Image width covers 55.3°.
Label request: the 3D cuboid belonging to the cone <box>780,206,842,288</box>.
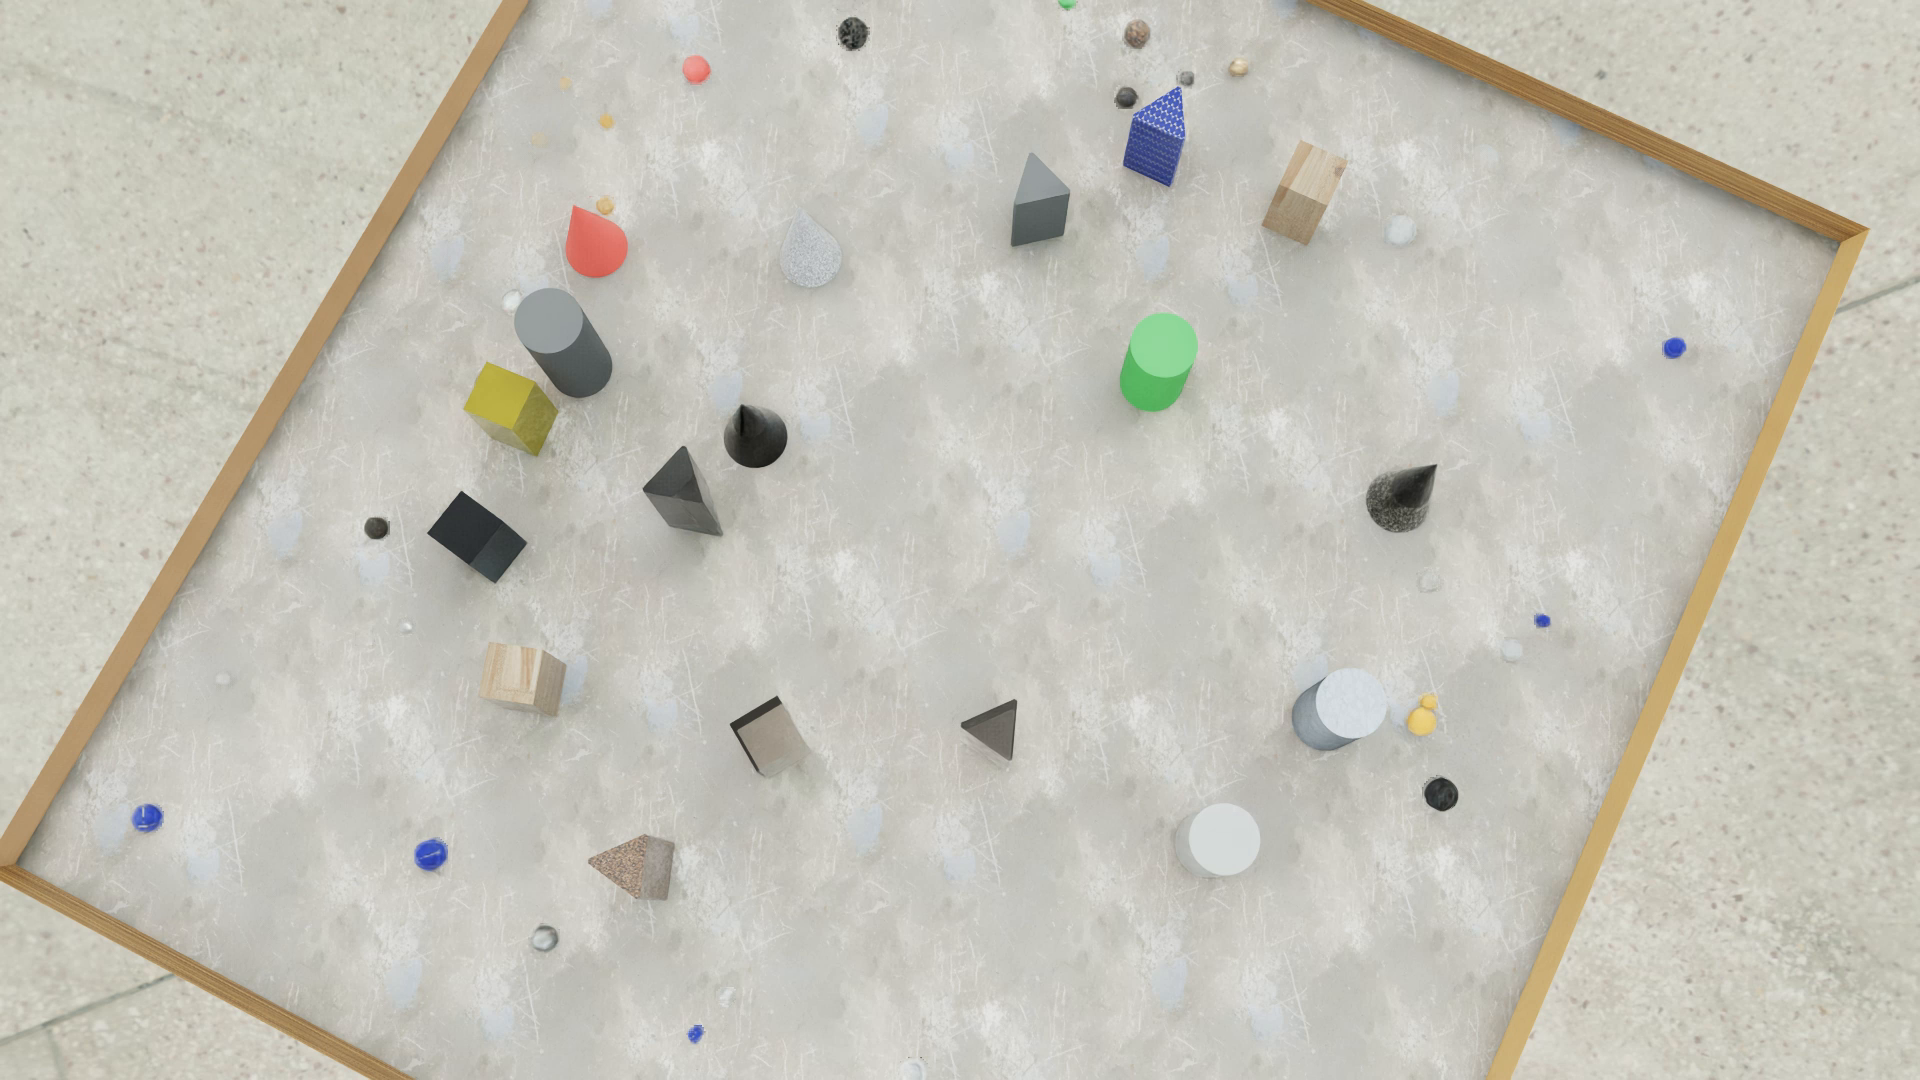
[{"bbox_3d":[-0.473,-0.938,5.590,0.198,0.433,0.198,0,78,0],"label":"cone"}]

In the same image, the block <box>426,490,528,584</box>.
[{"bbox_3d":[-1.435,-0.005,5.463,0.159,0.304,0.159,35,80,7],"label":"block"}]

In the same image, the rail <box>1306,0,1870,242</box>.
[{"bbox_3d":[0.947,-1.847,5.932,4.177,0.129,0.045,26,80,5],"label":"rail"}]

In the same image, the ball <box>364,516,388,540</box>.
[{"bbox_3d":[-1.780,-0.036,5.588,0.071,0.071,0.071,0,78,0],"label":"ball"}]

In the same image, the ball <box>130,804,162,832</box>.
[{"bbox_3d":[-2.399,0.820,5.404,0.084,0.084,0.084,0,78,0],"label":"ball"}]

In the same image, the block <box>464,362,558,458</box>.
[{"bbox_3d":[-1.351,-0.391,5.532,0.159,0.324,0.159,22,79,5],"label":"block"}]

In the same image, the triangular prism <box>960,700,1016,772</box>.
[{"bbox_3d":[0.114,0.545,5.304,0.172,0.392,0.149,35,80,7],"label":"triangular prism"}]

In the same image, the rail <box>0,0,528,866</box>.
[{"bbox_3d":[-1.847,-0.897,5.736,0.045,0.129,4.281,26,80,5],"label":"rail"}]

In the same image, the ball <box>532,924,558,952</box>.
[{"bbox_3d":[-1.209,1.160,5.337,0.078,0.078,0.078,0,78,0],"label":"ball"}]

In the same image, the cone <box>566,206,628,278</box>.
[{"bbox_3d":[-1.152,-0.962,5.633,0.198,0.358,0.198,0,78,0],"label":"cone"}]

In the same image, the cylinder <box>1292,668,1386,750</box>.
[{"bbox_3d":[1.095,0.495,5.316,0.198,0.389,0.198,0,78,0],"label":"cylinder"}]

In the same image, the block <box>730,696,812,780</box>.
[{"bbox_3d":[-0.549,0.579,5.354,0.159,0.279,0.159,-30,80,-6],"label":"block"}]

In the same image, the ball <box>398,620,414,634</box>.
[{"bbox_3d":[-1.675,0.263,5.538,0.047,0.047,0.047,0,78,0],"label":"ball"}]

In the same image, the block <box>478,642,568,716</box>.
[{"bbox_3d":[-1.278,0.411,5.369,0.159,0.319,0.159,8,78,2],"label":"block"}]

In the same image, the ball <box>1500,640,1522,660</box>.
[{"bbox_3d":[1.660,0.331,5.515,0.064,0.064,0.064,0,78,0],"label":"ball"}]

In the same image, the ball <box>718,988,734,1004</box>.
[{"bbox_3d":[-0.677,1.326,5.319,0.046,0.046,0.046,0,78,0],"label":"ball"}]

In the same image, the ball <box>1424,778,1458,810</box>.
[{"bbox_3d":[1.422,0.751,5.412,0.096,0.096,0.096,0,78,0],"label":"ball"}]

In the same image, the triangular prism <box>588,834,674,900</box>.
[{"bbox_3d":[-0.892,0.905,5.184,0.172,0.480,0.149,35,80,7],"label":"triangular prism"}]

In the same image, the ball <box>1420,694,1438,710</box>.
[{"bbox_3d":[1.405,0.488,5.492,0.047,0.047,0.047,0,78,0],"label":"ball"}]

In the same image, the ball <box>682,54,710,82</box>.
[{"bbox_3d":[-0.847,-1.513,5.885,0.087,0.087,0.087,0,78,0],"label":"ball"}]

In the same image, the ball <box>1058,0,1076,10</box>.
[{"bbox_3d":[0.350,-1.754,5.949,0.060,0.060,0.060,0,78,0],"label":"ball"}]

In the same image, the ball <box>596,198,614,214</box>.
[{"bbox_3d":[-1.117,-1.051,5.767,0.054,0.054,0.054,0,78,0],"label":"ball"}]

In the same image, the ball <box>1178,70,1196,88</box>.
[{"bbox_3d":[0.730,-1.482,5.897,0.053,0.053,0.053,0,78,0],"label":"ball"}]

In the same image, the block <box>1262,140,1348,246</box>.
[{"bbox_3d":[1.063,-1.070,5.667,0.159,0.335,0.159,25,79,5],"label":"block"}]

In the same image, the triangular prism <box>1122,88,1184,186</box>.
[{"bbox_3d":[0.630,-1.267,5.696,0.172,0.358,0.149,26,80,5],"label":"triangular prism"}]

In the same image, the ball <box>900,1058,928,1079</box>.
[{"bbox_3d":[-0.132,1.529,5.261,0.078,0.078,0.078,0,78,0],"label":"ball"}]

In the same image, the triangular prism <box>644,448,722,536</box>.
[{"bbox_3d":[-0.797,-0.148,5.408,0.172,0.468,0.149,11,79,2],"label":"triangular prism"}]

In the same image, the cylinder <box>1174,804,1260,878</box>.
[{"bbox_3d":[0.735,0.866,5.261,0.198,0.345,0.198,0,78,0],"label":"cylinder"}]

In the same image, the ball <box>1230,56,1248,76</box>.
[{"bbox_3d":[0.900,-1.528,5.903,0.059,0.059,0.059,0,78,0],"label":"ball"}]

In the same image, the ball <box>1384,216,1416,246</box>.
[{"bbox_3d":[1.385,-0.973,5.768,0.097,0.097,0.097,0,78,0],"label":"ball"}]

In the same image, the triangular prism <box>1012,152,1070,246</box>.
[{"bbox_3d":[0.230,-1.058,5.658,0.172,0.348,0.149,-13,79,-3],"label":"triangular prism"}]

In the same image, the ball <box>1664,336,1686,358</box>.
[{"bbox_3d":[2.227,-0.600,5.707,0.066,0.066,0.066,0,78,0],"label":"ball"}]

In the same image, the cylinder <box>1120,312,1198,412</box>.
[{"bbox_3d":[0.597,-0.533,5.540,0.198,0.366,0.198,0,78,0],"label":"cylinder"}]

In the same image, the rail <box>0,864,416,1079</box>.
[{"bbox_3d":[-0.947,1.861,5.165,4.177,0.129,0.045,26,80,5],"label":"rail"}]

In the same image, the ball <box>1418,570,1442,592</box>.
[{"bbox_3d":[1.424,0.125,5.556,0.069,0.069,0.069,0,78,0],"label":"ball"}]

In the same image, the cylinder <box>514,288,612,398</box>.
[{"bbox_3d":[-1.186,-0.586,5.504,0.198,0.457,0.198,0,78,0],"label":"cylinder"}]

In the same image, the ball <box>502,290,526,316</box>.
[{"bbox_3d":[-1.391,-0.740,5.727,0.083,0.083,0.083,0,78,0],"label":"ball"}]

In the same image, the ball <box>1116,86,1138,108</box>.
[{"bbox_3d":[0.535,-1.419,5.876,0.068,0.068,0.068,0,78,0],"label":"ball"}]

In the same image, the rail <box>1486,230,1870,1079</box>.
[{"bbox_3d":[1.847,0.911,5.361,0.045,0.129,4.281,26,80,5],"label":"rail"}]

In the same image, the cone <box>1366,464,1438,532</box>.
[{"bbox_3d":[1.349,-0.167,5.407,0.198,0.479,0.198,0,78,0],"label":"cone"}]

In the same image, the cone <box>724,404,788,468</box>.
[{"bbox_3d":[-0.634,-0.357,5.498,0.198,0.377,0.198,0,78,0],"label":"cone"}]

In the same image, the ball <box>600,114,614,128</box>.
[{"bbox_3d":[-1.133,-1.341,5.871,0.046,0.046,0.046,0,78,0],"label":"ball"}]

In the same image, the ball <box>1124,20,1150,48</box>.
[{"bbox_3d":[0.571,-1.635,5.911,0.087,0.087,0.087,0,78,0],"label":"ball"}]

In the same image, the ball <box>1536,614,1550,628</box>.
[{"bbox_3d":[1.766,0.245,5.545,0.041,0.041,0.041,0,78,0],"label":"ball"}]

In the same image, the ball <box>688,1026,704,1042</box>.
[{"bbox_3d":[-0.765,1.430,5.297,0.046,0.046,0.046,0,78,0],"label":"ball"}]

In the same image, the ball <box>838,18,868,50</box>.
[{"bbox_3d":[-0.343,-1.632,5.904,0.099,0.099,0.099,0,78,0],"label":"ball"}]

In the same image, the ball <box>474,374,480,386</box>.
[{"bbox_3d":[-1.463,-0.485,5.676,0.080,0.080,0.080,0,78,0],"label":"ball"}]

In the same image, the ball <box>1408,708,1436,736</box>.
[{"bbox_3d":[1.376,0.543,5.461,0.084,0.084,0.084,0,78,0],"label":"ball"}]

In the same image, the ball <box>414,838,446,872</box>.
[{"bbox_3d":[-1.555,0.925,5.377,0.094,0.094,0.094,0,78,0],"label":"ball"}]
